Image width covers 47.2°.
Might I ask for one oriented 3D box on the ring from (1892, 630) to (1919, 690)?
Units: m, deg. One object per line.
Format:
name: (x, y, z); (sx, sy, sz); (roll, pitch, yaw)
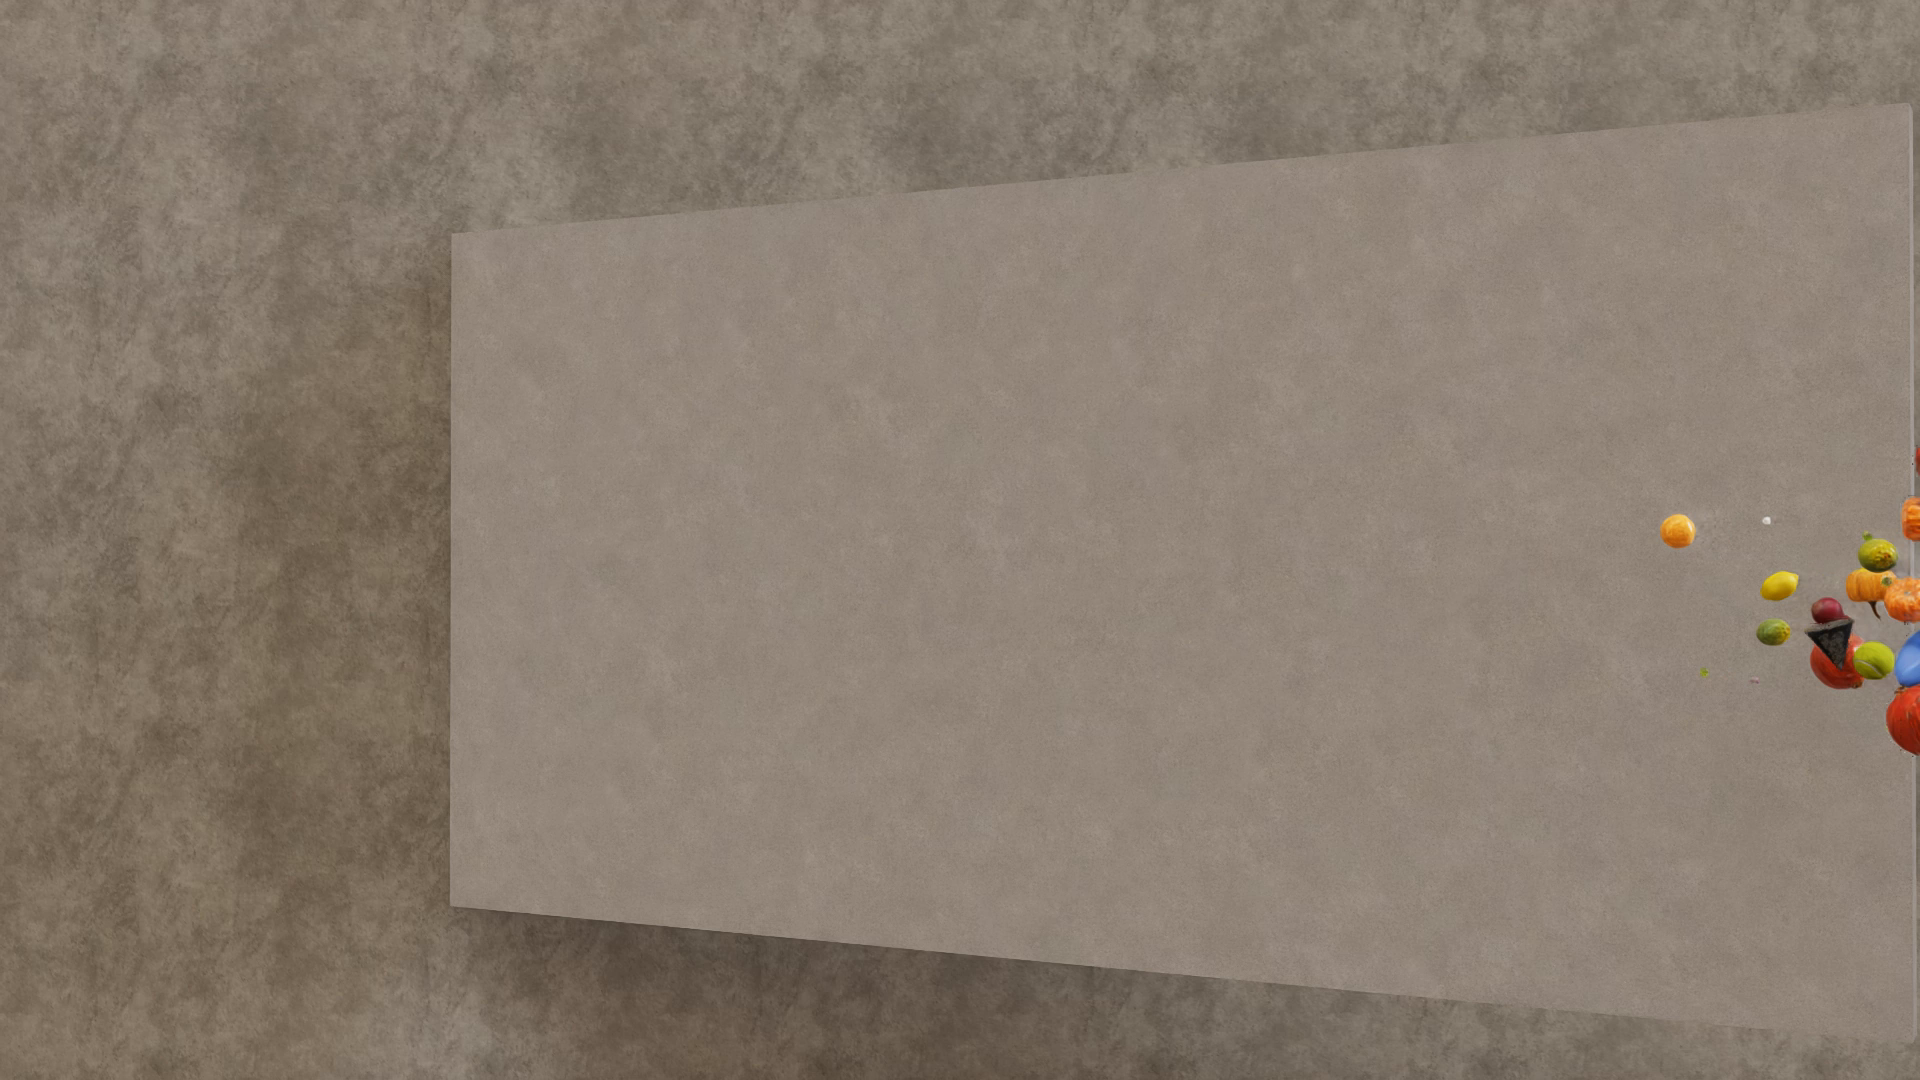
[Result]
ring: (1.613, 0.197, 3.680); (0.039, 0.116, 0.116); (32, 89, -11)

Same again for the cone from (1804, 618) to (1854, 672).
cone: (1.494, 0.186, 3.754); (0.083, 0.083, 0.083); (-16, 90, 0)

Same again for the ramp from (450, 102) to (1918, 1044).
ramp: (0.277, 0.078, 5.653); (4.000, 0.100, 2.000); (0, 89, 28)
